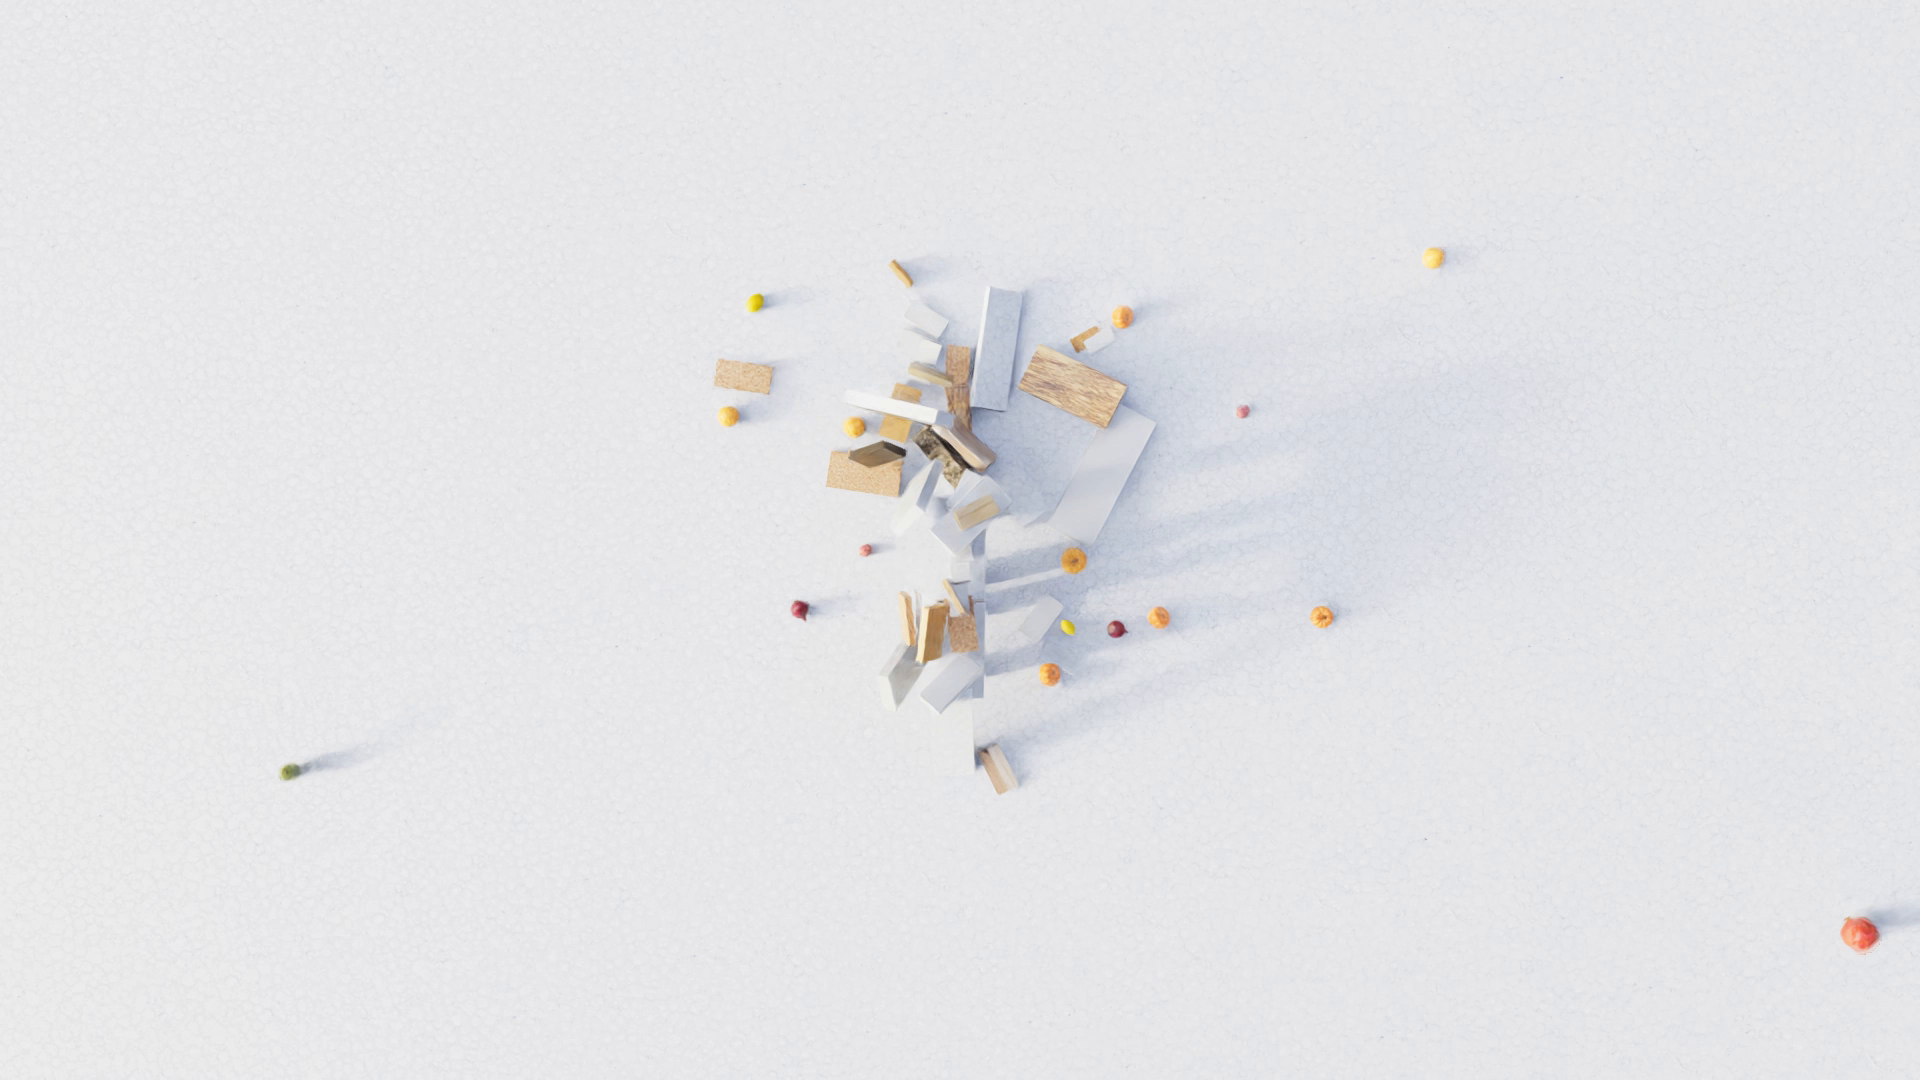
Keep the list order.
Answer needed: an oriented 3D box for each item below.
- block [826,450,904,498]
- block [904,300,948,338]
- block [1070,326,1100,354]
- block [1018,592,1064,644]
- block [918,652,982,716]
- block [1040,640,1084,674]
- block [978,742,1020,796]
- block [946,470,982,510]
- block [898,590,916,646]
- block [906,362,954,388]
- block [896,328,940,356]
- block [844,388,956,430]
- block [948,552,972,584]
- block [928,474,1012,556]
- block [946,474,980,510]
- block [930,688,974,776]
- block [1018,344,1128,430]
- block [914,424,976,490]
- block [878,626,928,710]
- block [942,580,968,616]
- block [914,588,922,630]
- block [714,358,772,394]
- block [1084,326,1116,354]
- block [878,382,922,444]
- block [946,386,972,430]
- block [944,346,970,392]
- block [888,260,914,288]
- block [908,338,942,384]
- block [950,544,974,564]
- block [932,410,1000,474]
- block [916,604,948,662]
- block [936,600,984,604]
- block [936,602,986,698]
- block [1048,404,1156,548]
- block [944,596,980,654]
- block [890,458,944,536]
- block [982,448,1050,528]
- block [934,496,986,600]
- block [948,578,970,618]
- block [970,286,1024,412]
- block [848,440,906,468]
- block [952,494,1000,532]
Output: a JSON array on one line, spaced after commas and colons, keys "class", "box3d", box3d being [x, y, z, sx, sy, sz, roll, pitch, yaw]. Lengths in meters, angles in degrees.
[{"class": "block", "box3d": [-0.317, -0.219, 5.483, 0.240, 0.034, 0.120, 9, 90, 0]}, {"class": "block", "box3d": [-0.112, -0.735, 5.490, 0.139, 0.020, 0.069, 33, 90, 0]}, {"class": "block", "box3d": [0.421, -0.669, 5.493, 0.100, 0.014, 0.050, -29, 90, 0]}, {"class": "block", "box3d": [0.271, 0.259, 5.489, 0.078, 0.022, 0.157, 37, 90, 0]}, {"class": "block", "box3d": [-0.028, 0.444, 5.094, 0.086, 0.024, 0.198, 38, 68, 21]}, {"class": "block", "box3d": [0.338, 0.388, 5.491, 0.130, 0.018, 0.065, 25, 90, 0]}, {"class": "block", "box3d": [0.127, 0.763, 5.489, 0.078, 0.022, 0.157, -26, 90, 0]}, {"class": "block", "box3d": [0.019, -0.144, 5.123, 0.070, 0.020, 0.139, 26, 75, 7]}, {"class": "block", "box3d": [-0.166, 0.246, 5.221, 0.022, 0.078, 0.157, -10, 105, -14]}, {"class": "block", "box3d": [-0.096, -0.543, 5.433, 0.152, 0.076, 0.022, 20, 110, -1]}, {"class": "block", "box3d": [-0.138, -0.647, 5.490, 0.139, 0.020, 0.069, 22, 90, 0]}, {"class": "block", "box3d": [-0.194, -0.421, 5.314, 0.323, 0.162, 0.046, 14, 92, 20]}, {"class": "block", "box3d": [-0.002, 0.074, 5.105, 0.060, 0.017, 0.120, -7, 73, 0]}, {"class": "block", "box3d": [0.032, -0.075, 5.058, 0.249, 0.032, 0.113, -45, 96, -13]}, {"class": "block", "box3d": [0.026, -0.133, 5.099, 0.070, 0.020, 0.140, 40, 77, 11]}, {"class": "block", "box3d": [-0.024, 0.620, 5.291, 0.135, 0.491, 0.038, -2, 54, 0]}, {"class": "block", "box3d": [0.372, -0.506, 5.453, 0.323, 0.046, 0.162, 27, 90, 9]}, {"class": "block", "box3d": [-0.051, -0.275, 5.444, 0.032, 0.113, 0.226, -40, 90, -32]}, {"class": "block", "box3d": [-0.179, 0.409, 5.289, 0.038, 0.269, 0.135, 4, 125, 25]}, {"class": "block", "box3d": [-0.015, 0.177, 5.057, 0.017, 0.060, 0.120, -31, 78, 7]}, {"class": "block", "box3d": [-0.131, 0.221, 5.240, 0.018, 0.130, 0.065, -3, 50, -2]}, {"class": "block", "box3d": [-0.720, -0.544, 5.487, 0.184, 0.026, 0.092, 9, 90, 0]}, {"class": "block", "box3d": [0.464, -0.663, 5.479, 0.100, 0.014, 0.050, -32, 92, 0]}, {"class": "block", "box3d": [-0.198, -0.422, 5.487, 0.092, 0.026, 0.184, 18, 90, 0]}, {"class": "block", "box3d": [-0.002, -0.431, 5.473, 0.076, 0.022, 0.152, -5, 103, 0]}, {"class": "block", "box3d": [-0.009, -0.569, 5.486, 0.076, 0.022, 0.152, 4, 90, 5]}, {"class": "block", "box3d": [-0.195, -0.883, 5.474, 0.014, 0.050, 0.100, -41, 90, -18]}, {"class": "block", "box3d": [-0.115, -0.594, 5.472, 0.069, 0.020, 0.139, 20, 106, 0]}, {"class": "block", "box3d": [-0.003, 0.000, 5.105, 0.070, 0.020, 0.140, -7, 76, 0]}, {"class": "block", "box3d": [0.017, -0.322, 5.408, 0.226, 0.113, 0.032, 43, 120, 3]}, {"class": "block", "box3d": [-0.087, 0.288, 5.099, 0.024, 0.086, 0.172, 18, 107, 39]}, {"class": "block", "box3d": [0.000, 0.222, 5.348, 0.150, 0.301, 0.043, 0, 85, 0]}, {"class": "block", "box3d": [0.002, 0.344, 5.177, 0.150, 0.043, 0.301, 1, 91, 0]}, {"class": "block", "box3d": [0.470, -0.218, 5.477, 0.162, 0.046, 0.467, 28, 90, 0]}, {"class": "block", "box3d": [0.006, 0.262, 5.130, 0.086, 0.024, 0.172, -7, 98, 1]}, {"class": "block", "box3d": [-0.133, -0.137, 5.178, 0.038, 0.269, 0.135, 38, 126, -13]}, {"class": "block", "box3d": [0.181, -0.171, 5.483, 0.120, 0.034, 0.240, -35, 90, 0]}, {"class": "block", "box3d": [-0.001, 0.024, 5.154, 0.162, 0.046, 0.323, 0, 90, 0]}, {"class": "block", "box3d": [-0.003, 0.178, 5.097, 0.060, 0.017, 0.120, -4, 78, 2]}, {"class": "block", "box3d": [0.120, -0.631, 5.462, 0.120, 0.034, 0.399, 8, 90, -22]}, {"class": "block", "box3d": [-0.269, -0.278, 5.367, 0.092, 0.184, 0.026, 23, 67, -36]}, {"class": "block", "box3d": [0.050, -0.085, 5.037, 0.130, 0.018, 0.065, -27, 92, -14]}]
